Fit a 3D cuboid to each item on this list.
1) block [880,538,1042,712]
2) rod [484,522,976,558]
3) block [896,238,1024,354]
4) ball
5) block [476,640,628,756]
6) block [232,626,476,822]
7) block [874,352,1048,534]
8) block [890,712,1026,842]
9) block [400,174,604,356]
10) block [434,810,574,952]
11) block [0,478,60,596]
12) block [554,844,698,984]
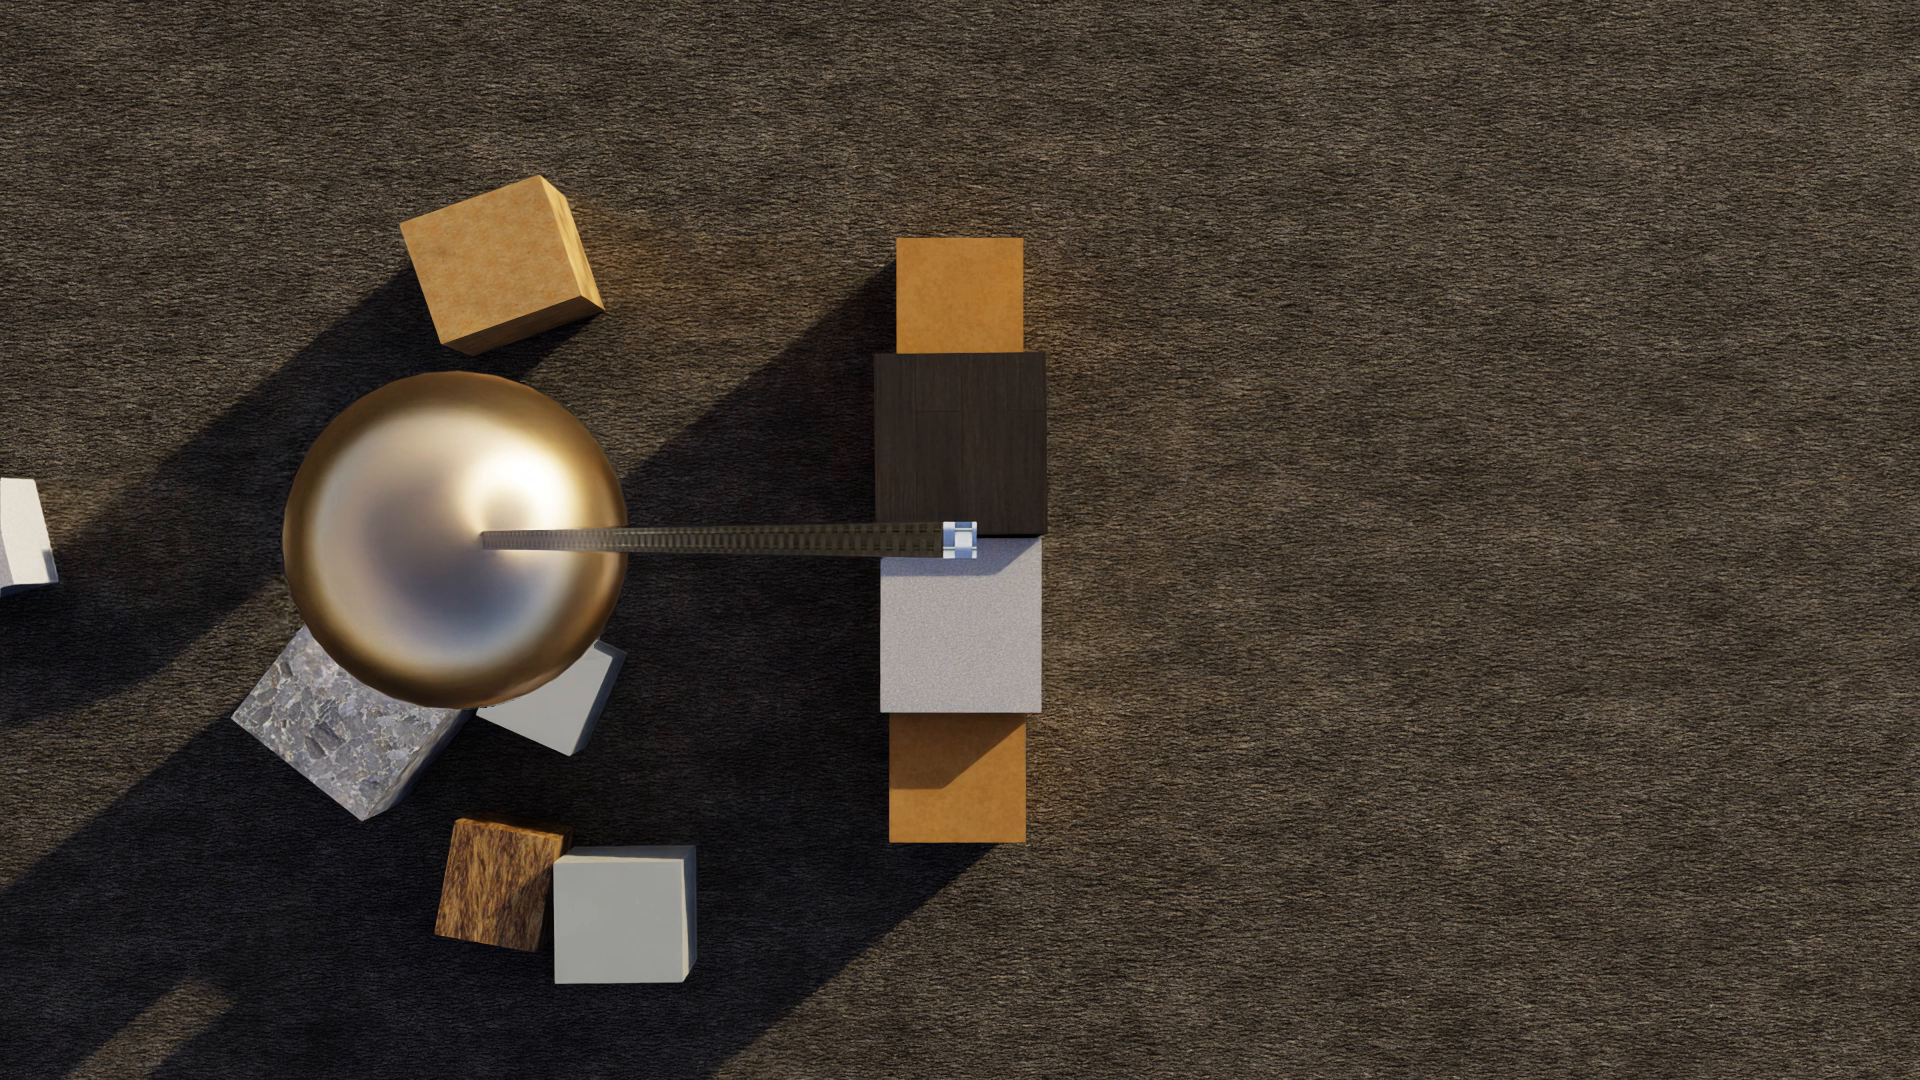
[{"bbox_3d":[0.006,0.469,12.544,0.884,0.913,0.958,0,90,0],"label":"block"},{"bbox_3d":[-1.027,0.000,7.266,0.080,5.200,0.080,0,90,-23],"label":"rod"},{"bbox_3d":[0.000,-1.355,12.628,0.706,0.745,0.657,0,90,0],"label":"block"},{"bbox_3d":[-2.370,0.000,10.390,1.600,1.600,1.600,0,90,0],"label":"ball"},{"bbox_3d":[-2.352,0.828,12.720,0.580,0.561,0.610,24,90,0],"label":"block"},{"bbox_3d":[-3.412,0.957,12.552,0.922,0.895,0.782,38,90,0],"label":"block"},{"bbox_3d":[0.004,-0.525,12.501,0.940,0.997,0.993,-1,90,0],"label":"block"},{"bbox_3d":[-0.014,1.320,12.624,0.759,0.752,0.729,0,90,0],"label":"block"},{"bbox_3d":[-2.605,-1.556,12.598,0.825,0.805,0.709,-19,90,0],"label":"block"},{"bbox_3d":[-2.625,1.963,12.714,0.587,0.572,0.647,10,90,0],"label":"block"},{"bbox_3d":[-5.714,0.025,12.686,0.653,0.628,0.624,-14,90,0],"label":"block"},{"bbox_3d":[-1.916,2.145,12.664,0.718,0.672,0.676,-1,90,0],"label":"block"}]
